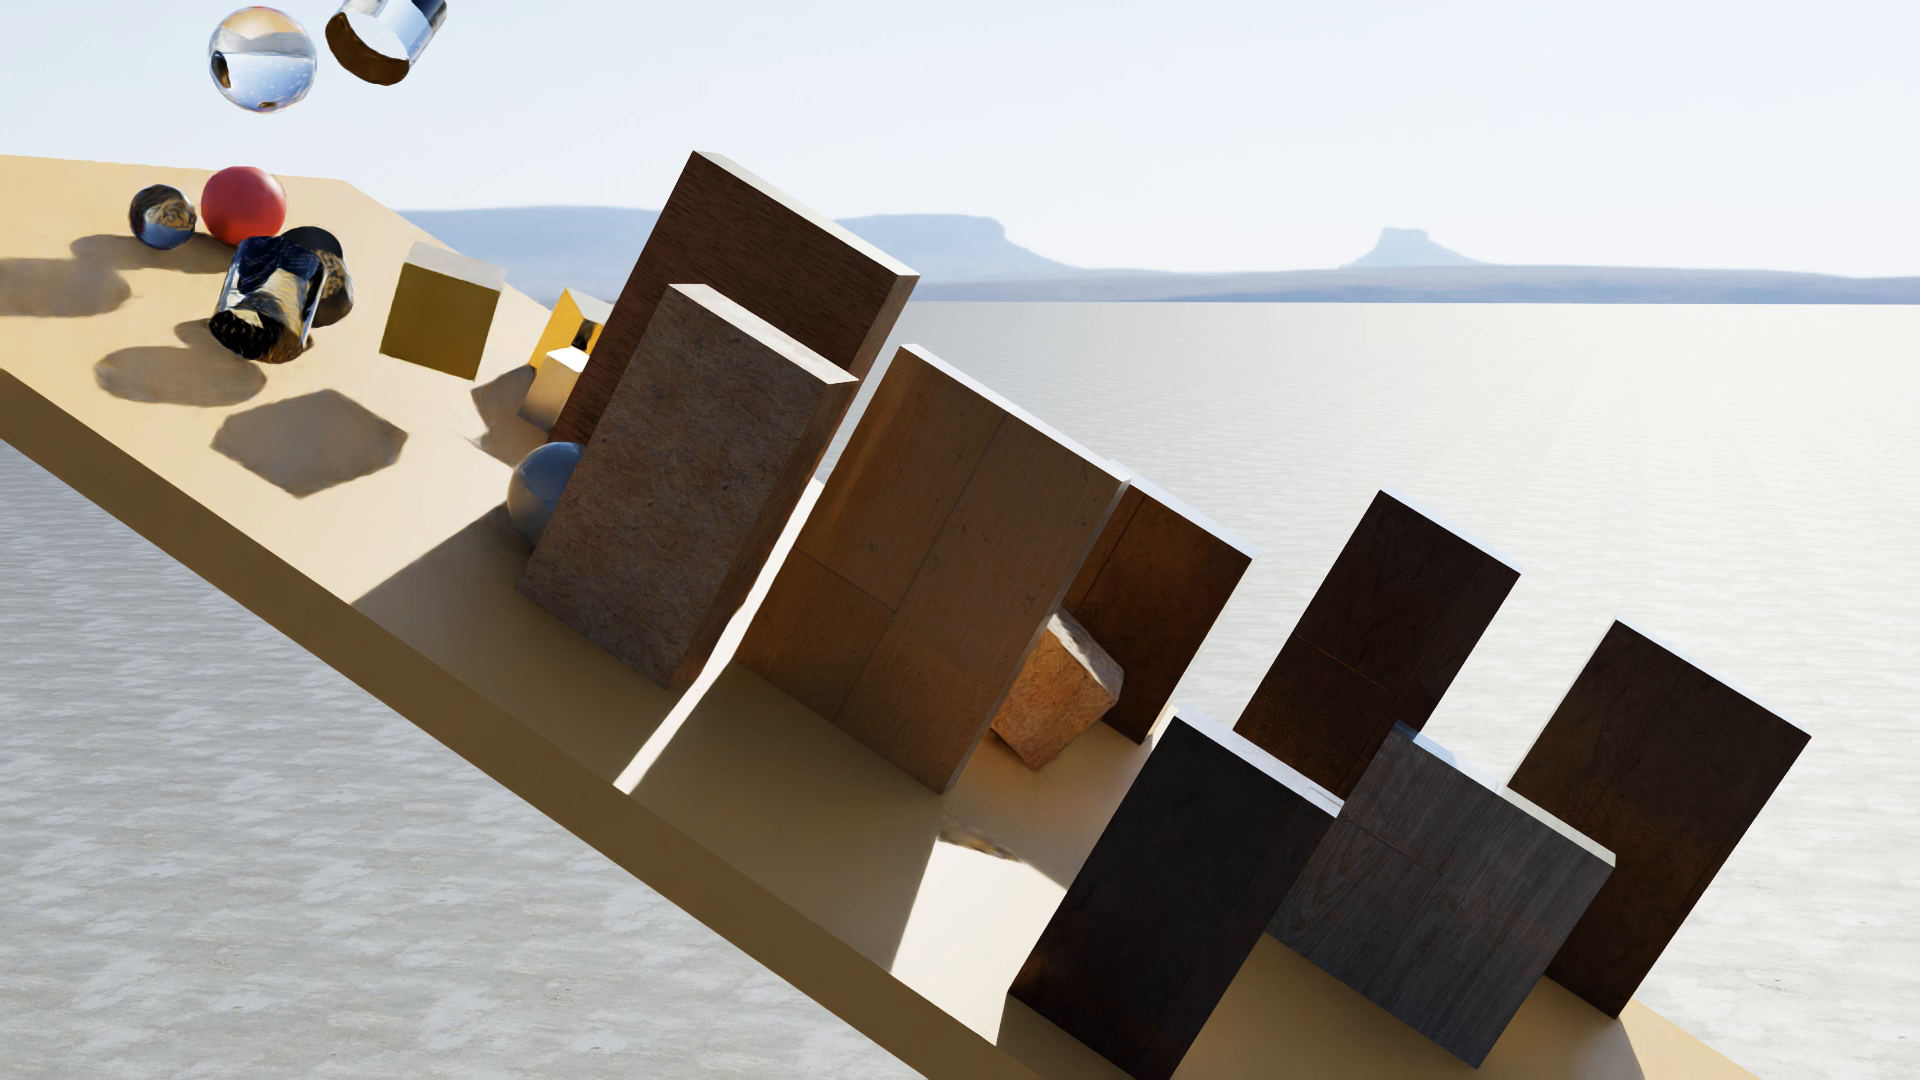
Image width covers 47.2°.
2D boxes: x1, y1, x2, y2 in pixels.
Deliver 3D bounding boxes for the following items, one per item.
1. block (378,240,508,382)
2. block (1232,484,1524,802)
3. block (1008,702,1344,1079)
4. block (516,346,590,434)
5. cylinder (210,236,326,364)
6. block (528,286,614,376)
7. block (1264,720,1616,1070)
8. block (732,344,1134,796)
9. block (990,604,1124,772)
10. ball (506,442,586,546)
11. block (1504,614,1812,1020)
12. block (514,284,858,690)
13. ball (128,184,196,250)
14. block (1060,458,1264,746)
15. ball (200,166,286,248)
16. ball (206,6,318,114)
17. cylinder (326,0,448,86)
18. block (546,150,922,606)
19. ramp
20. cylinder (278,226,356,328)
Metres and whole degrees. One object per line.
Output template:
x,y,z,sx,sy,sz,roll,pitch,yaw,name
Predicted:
-0.973,-0.434,4.151,0.181,0.181,0.181,17,17,-13,block
0.743,0.298,4.218,0.300,0.761,0.119,32,15,11,block
0.309,0.518,3.181,0.264,0.492,0.098,32,15,11,block
-0.792,-0.291,4.523,0.146,0.146,0.146,31,14,5,block
-1.245,-0.432,3.961,0.164,0.164,0.164,6,-30,4,cylinder
-0.796,-0.402,4.798,0.192,0.192,0.192,21,17,-30,block
0.852,0.631,3.930,0.442,0.445,0.090,32,15,11,block
-0.055,0.051,3.785,0.444,0.635,0.084,32,15,11,block
0.159,0.271,4.194,0.210,0.210,0.210,-42,4,14,block
-0.690,-0.075,3.829,0.194,0.194,0.194,0,7,0,ball
1.357,0.573,4.549,0.441,0.715,0.085,32,15,11,block
-0.452,-0.089,3.614,0.311,0.579,0.143,32,15,11,block
-1.545,-0.625,4.259,0.126,0.126,0.126,0,7,0,ball
0.350,0.128,4.640,0.377,0.464,0.133,32,15,11,block
-1.470,-0.683,4.512,0.169,0.169,0.169,0,7,0,ball
-1.366,-0.940,4.309,0.207,0.207,0.207,0,7,0,ball
-1.225,-1.107,4.701,0.190,0.190,0.190,3,49,22,cylinder
-0.443,-0.288,4.042,0.447,0.711,0.127,32,15,11,block
-0.188,0.310,4.130,4.000,0.100,2.000,32,15,11,ramp
-1.257,-0.510,4.268,0.141,0.141,0.141,-1,-26,-4,cylinder
